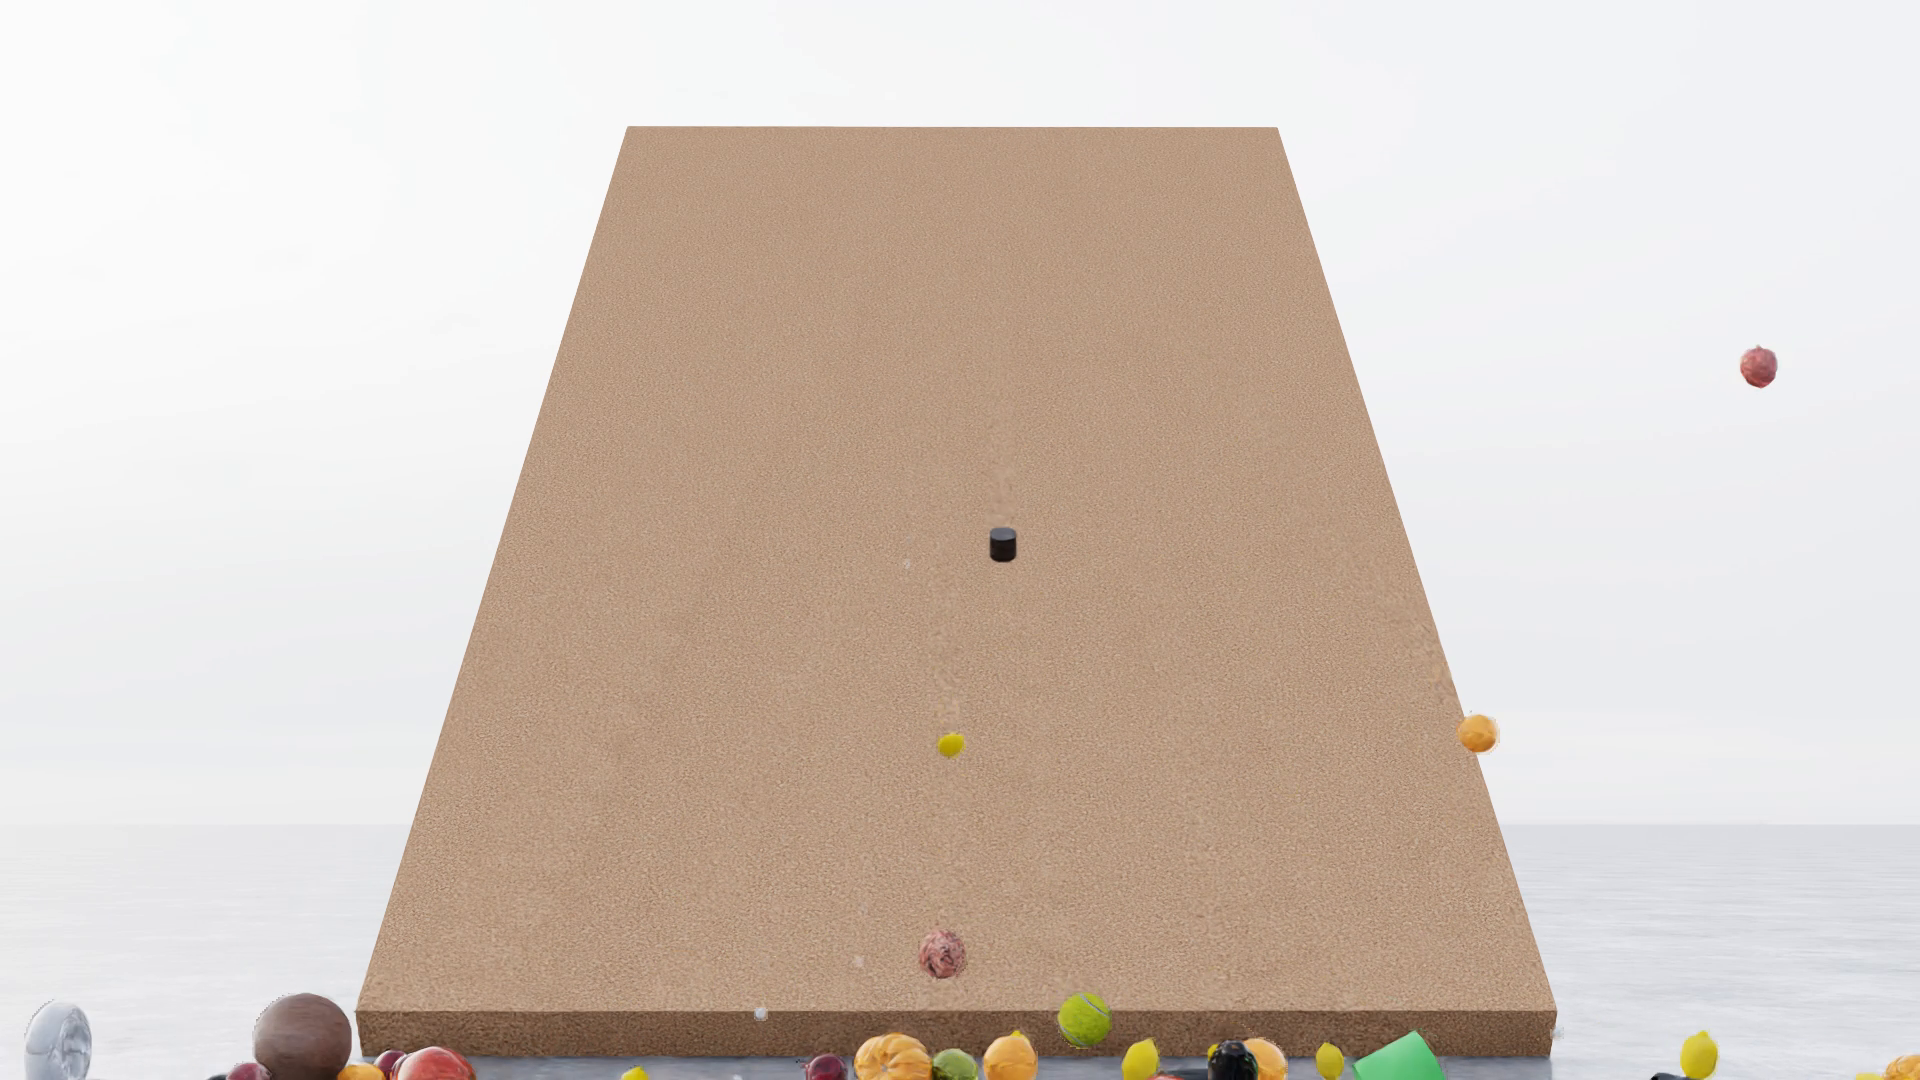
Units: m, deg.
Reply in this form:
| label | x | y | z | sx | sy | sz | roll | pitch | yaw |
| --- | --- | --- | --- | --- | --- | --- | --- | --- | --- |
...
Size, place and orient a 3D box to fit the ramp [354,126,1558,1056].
| label | x | y | z | sx | sy | sz | roll | pitch | yaw |
| --- | --- | --- | --- | --- | --- | --- | --- | --- | --- |
| ramp | -0.014 | -0.202 | 5.780 | 2.000 | 0.100 | 4.000 | 0 | 31 | 0 |

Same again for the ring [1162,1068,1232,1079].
| label | x | y | z | sx | sy | sz | roll | pitch | yaw |
| --- | --- | --- | --- | --- | --- | --- | --- | --- | --- |
| ring | 0.340 | 0.782 | 3.490 | 0.108 | 0.036 | 0.108 | -1 | -6 | 0 |

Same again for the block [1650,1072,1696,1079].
| label | x | y | z | sx | sy | sz | roll | pitch | yaw |
| --- | --- | --- | --- | --- | --- | --- | --- | --- | --- |
| block | 0.860 | 0.685 | 2.928 | 0.060 | 0.060 | 0.060 | 11 | -30 | 2 |

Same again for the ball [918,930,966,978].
| label | x | y | z | sx | sy | sz | roll | pitch | yaw |
| --- | --- | --- | --- | --- | --- | --- | --- | --- | --- |
| ball | -0.027 | 0.636 | 3.728 | 0.074 | 0.074 | 0.074 | 0 | -7 | 0 |

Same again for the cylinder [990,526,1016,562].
| label | x | y | z | sx | sy | sz | roll | pitch | yaw |
| --- | --- | --- | --- | --- | --- | --- | --- | --- | --- |
| cylinder | 0.092 | 0.010 | 5.274 | 0.057 | 0.057 | 0.057 | 0 | 31 | 0 |

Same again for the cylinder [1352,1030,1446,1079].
| label | x | y | z | sx | sy | sz | roll | pitch | yaw |
| --- | --- | --- | --- | --- | --- | --- | --- | --- | --- |
| cylinder | 0.565 | 0.692 | 3.112 | 0.093 | 0.093 | 0.093 | -27 | -6 | -3 |
